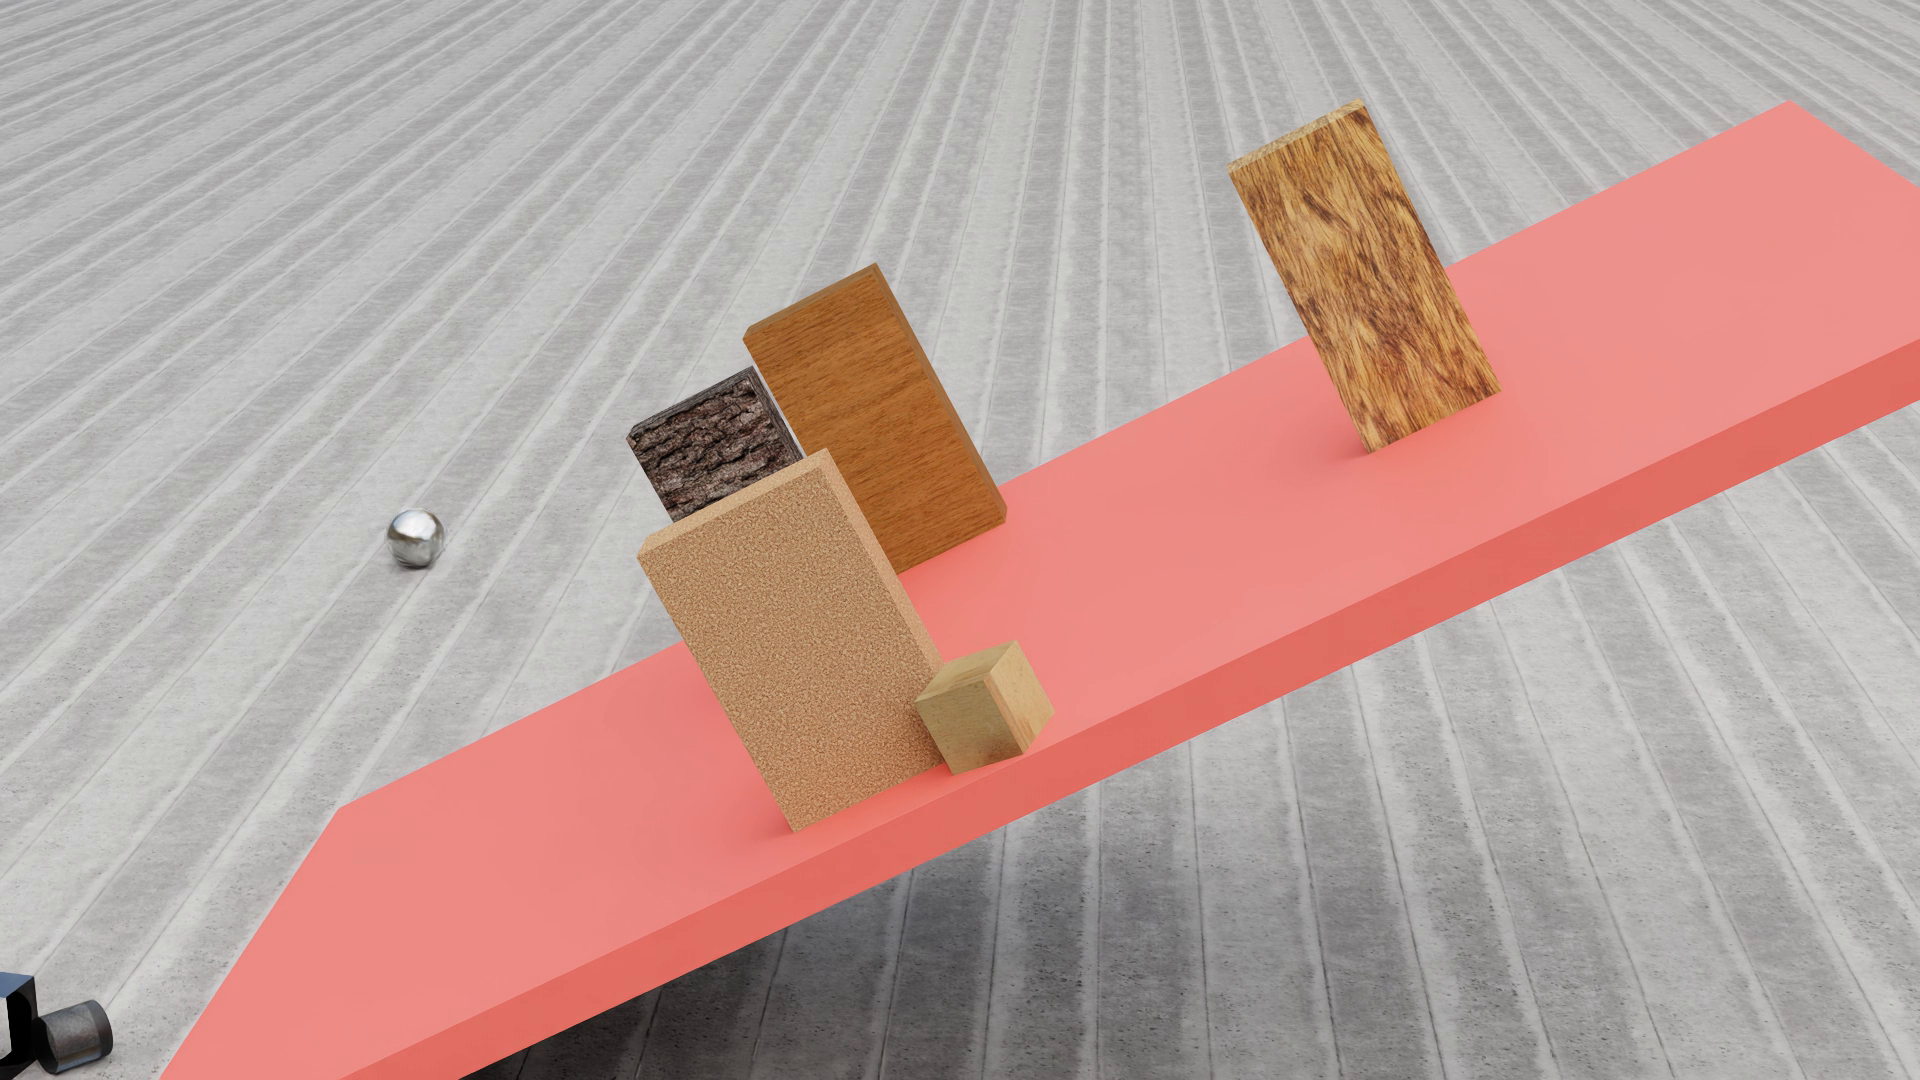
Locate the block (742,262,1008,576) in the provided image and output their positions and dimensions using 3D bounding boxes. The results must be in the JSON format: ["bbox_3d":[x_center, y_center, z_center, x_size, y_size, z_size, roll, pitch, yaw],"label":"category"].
[{"bbox_3d":[-0.195,-0.271,6.898,0.340,0.666,0.128,-26,14,10],"label":"block"}]

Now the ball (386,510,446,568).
[{"bbox_3d":[-1.818,-0.006,9.828,0.194,0.194,0.194,0,17,0],"label":"ball"}]

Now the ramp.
[{"bbox_3d":[0.140,0.167,6.281,4.000,0.100,2.000,-26,14,10],"label":"ramp"}]

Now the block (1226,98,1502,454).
[{"bbox_3d":[0.812,-0.527,5.905,0.296,0.643,0.110,-26,14,10],"label":"block"}]

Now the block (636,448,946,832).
[{"bbox_3d":[-0.281,0.191,5.517,0.386,0.612,0.129,-26,14,10],"label":"block"}]

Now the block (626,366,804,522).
[{"bbox_3d":[-0.444,-0.026,6.539,0.304,0.649,0.116,-26,14,10],"label":"block"}]

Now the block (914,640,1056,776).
[{"bbox_3d":[0.046,0.308,5.413,0.159,0.159,0.159,-20,16,32],"label":"block"}]

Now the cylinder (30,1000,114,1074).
[{"bbox_3d":[-1.932,1.081,6.399,0.128,0.128,0.128,-15,23,-41],"label":"cylinder"}]

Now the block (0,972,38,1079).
[{"bbox_3d":[-2.131,1.059,6.360,0.191,0.191,0.191,5,18,15],"label":"block"}]
